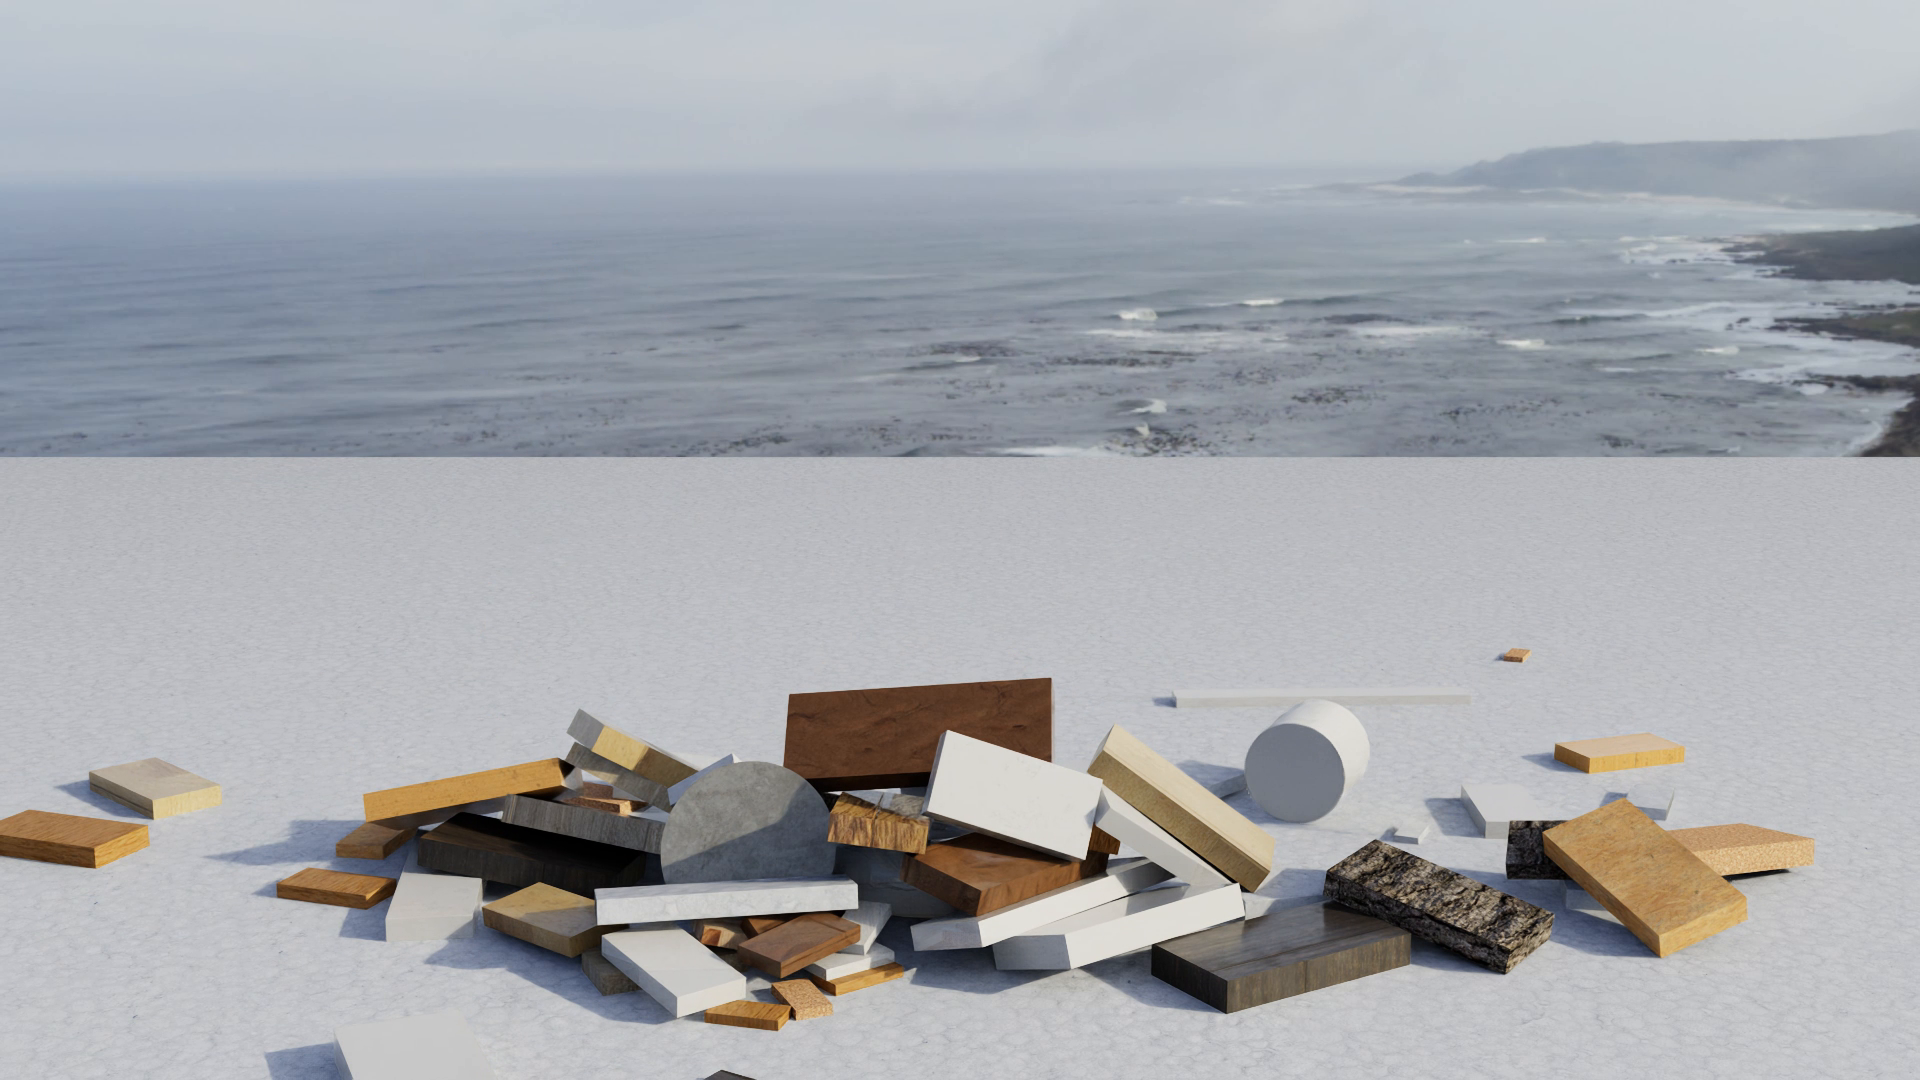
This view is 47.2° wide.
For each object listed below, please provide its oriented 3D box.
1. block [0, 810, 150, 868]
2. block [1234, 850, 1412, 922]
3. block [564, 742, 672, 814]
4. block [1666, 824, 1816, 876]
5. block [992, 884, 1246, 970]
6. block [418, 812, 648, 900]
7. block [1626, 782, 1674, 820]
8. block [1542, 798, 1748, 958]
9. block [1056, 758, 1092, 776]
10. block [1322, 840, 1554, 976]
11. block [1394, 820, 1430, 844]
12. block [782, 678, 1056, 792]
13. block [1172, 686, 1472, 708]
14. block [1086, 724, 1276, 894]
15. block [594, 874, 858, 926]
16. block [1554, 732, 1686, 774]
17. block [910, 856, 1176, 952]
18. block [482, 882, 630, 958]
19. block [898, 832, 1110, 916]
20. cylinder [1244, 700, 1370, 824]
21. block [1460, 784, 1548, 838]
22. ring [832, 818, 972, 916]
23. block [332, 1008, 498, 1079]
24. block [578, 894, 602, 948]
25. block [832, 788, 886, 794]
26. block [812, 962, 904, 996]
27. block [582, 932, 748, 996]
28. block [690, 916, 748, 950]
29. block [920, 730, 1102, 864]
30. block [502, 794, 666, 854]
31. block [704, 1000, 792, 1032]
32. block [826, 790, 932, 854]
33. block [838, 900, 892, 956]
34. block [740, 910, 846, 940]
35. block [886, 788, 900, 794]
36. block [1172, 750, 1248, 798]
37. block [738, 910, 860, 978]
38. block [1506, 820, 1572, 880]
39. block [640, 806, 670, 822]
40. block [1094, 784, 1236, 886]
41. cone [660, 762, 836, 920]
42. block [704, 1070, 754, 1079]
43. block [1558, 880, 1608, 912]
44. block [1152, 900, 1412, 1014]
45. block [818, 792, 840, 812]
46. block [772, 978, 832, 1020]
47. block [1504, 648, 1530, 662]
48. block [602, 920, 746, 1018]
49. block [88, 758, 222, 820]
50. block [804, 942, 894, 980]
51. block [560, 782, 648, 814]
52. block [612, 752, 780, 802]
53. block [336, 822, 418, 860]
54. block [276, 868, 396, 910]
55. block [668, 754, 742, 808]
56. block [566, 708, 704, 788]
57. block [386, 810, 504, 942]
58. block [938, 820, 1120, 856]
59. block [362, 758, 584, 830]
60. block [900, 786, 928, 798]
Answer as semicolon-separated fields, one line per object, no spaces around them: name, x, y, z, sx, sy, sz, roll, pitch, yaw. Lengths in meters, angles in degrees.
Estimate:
block;-1.592;0.529;3.896;0.268;0.038;0.134;4;11;20
block;0.605;0.574;3.616;0.358;0.051;0.179;-3;11;-13
block;-0.559;0.424;3.809;0.261;0.037;0.130;28;-9;-7
block;1.285;0.530;3.756;0.317;0.045;0.158;-1;4;-29
block;0.245;0.592;3.376;0.358;0.051;0.179;-8;-4;-38
block;-0.717;0.533;3.700;0.339;0.048;0.170;10;9;9
block;1.296;0.492;4.137;0.077;0.022;0.154;4;11;22
block;1.093;0.536;3.524;0.158;0.045;0.317;-20;29;-12
block;0.201;0.464;4.147;0.329;0.047;0.165;-5;11;-2
block;0.750;0.572;3.455;0.317;0.045;0.158;21;24;34
block;0.815;0.528;3.967;0.045;0.013;0.090;5;12;24
block;-0.066;0.320;3.596;0.439;0.047;0.165;-4;53;8
block;0.804;0.350;4.903;0.657;0.022;0.077;-1;11;-3
block;0.365;0.436;3.602;0.329;0.047;0.165;36;15;3
block;-0.359;0.548;3.362;0.390;0.037;0.131;-2;-1;-11
block;1.332;0.430;4.442;0.230;0.033;0.115;-4;11;-20
block;0.145;0.570;3.482;0.133;0.038;0.534;-12;-3;39
block;-0.633;0.592;3.437;0.226;0.032;0.113;8;19;43
block;0.076;0.509;3.473;0.151;0.043;0.360;21;16;34
cylinder;0.650;0.412;4.108;0.188;0.188;0.188;5;11;23
block;1.005;0.501;4.062;0.115;0.033;0.229;0;11;2
ring;-0.063;0.524;3.684;0.377;0.126;0.377;1;11;0
block;-0.669;0.727;2.797;0.171;0.048;0.529;-5;11;-23
block;-0.613;0.609;3.496;0.088;0.025;0.175;-7;12;-31
block;-0.196;0.507;4.015;0.127;0.036;0.255;-1;11;-3
block;-0.153;0.651;3.292;0.123;0.017;0.062;-8;13;-37
block;-0.447;0.637;3.329;0.226;0.032;0.113;-5;12;-25
block;-0.319;0.607;3.366;0.175;0.025;0.087;14;3;-19
block;0.082;0.404;3.454;0.265;0.133;0.038;19;-21;-12
block;-0.584;0.489;3.728;0.339;0.048;0.170;9;-7;17
block;-0.303;0.679;3.147;0.112;0.016;0.056;3;11;16
block;-0.122;0.443;3.490;0.151;0.043;0.301;7;1;1
block;-0.154;0.591;3.359;0.062;0.017;0.123;4;22;18
block;-0.239;0.599;3.351;0.175;0.025;0.087;-1;36;-40
block;-0.091;0.484;4.094;0.087;0.025;0.174;-13;8;-1
block;0.483;0.455;4.241;0.115;0.033;0.229;15;14;36
block;-0.238;0.597;3.263;0.087;0.025;0.175;13;18;37
block;1.035;0.517;3.669;0.234;0.033;0.117;-3;30;20
block;-0.457;0.523;3.928;0.261;0.037;0.131;3;11;16
block;0.321;0.482;3.549;0.266;0.038;0.133;33;12;-17
cone;-0.320;0.532;3.632;0.284;0.284;0.284;1;-16;7
block;-0.288;0.726;2.892;0.112;0.016;0.056;7;12;32
block;1.116;0.580;3.631;0.234;0.033;0.117;2;11;10
block;0.487;0.627;3.331;0.358;0.051;0.179;-7;12;-32
block;-0.242;0.458;3.839;0.127;0.036;0.255;8;-8;36
block;-0.231;0.668;3.203;0.056;0.016;0.112;-4;11;-23
block;1.346;0.279;5.310;0.045;0.013;0.090;5;12;26
block;-0.423;0.626;3.233;0.113;0.032;0.226;-9;20;-36
block;-1.537;0.473;4.197;0.268;0.038;0.134;10;15;44
block;-0.167;0.631;3.305;0.123;0.017;0.062;-8;13;-37
block;-0.686;0.488;4.152;0.174;0.025;0.087;6;12;28
block;-0.465;0.460;4.158;0.342;0.048;0.171;6;11;7
block;-1.036;0.529;3.928;0.087;0.025;0.174;2;11;10
block;-1.037;0.579;3.659;0.174;0.025;0.087;4;11;19
block;-0.362;0.460;3.667;0.127;0.255;0.036;-29;45;11
block;-0.509;0.403;3.849;0.342;0.048;0.171;30;-7;-24
block;-0.882;0.542;3.823;0.134;0.038;0.755;-1;11;-7
block;0.111;0.441;3.601;0.301;0.043;0.151;11;13;-2
block;-0.839;0.442;3.812;0.339;0.048;0.170;-11;-13;2
block;-0.078;0.368;3.711;0.025;0.174;0.087;-19;20;-31
